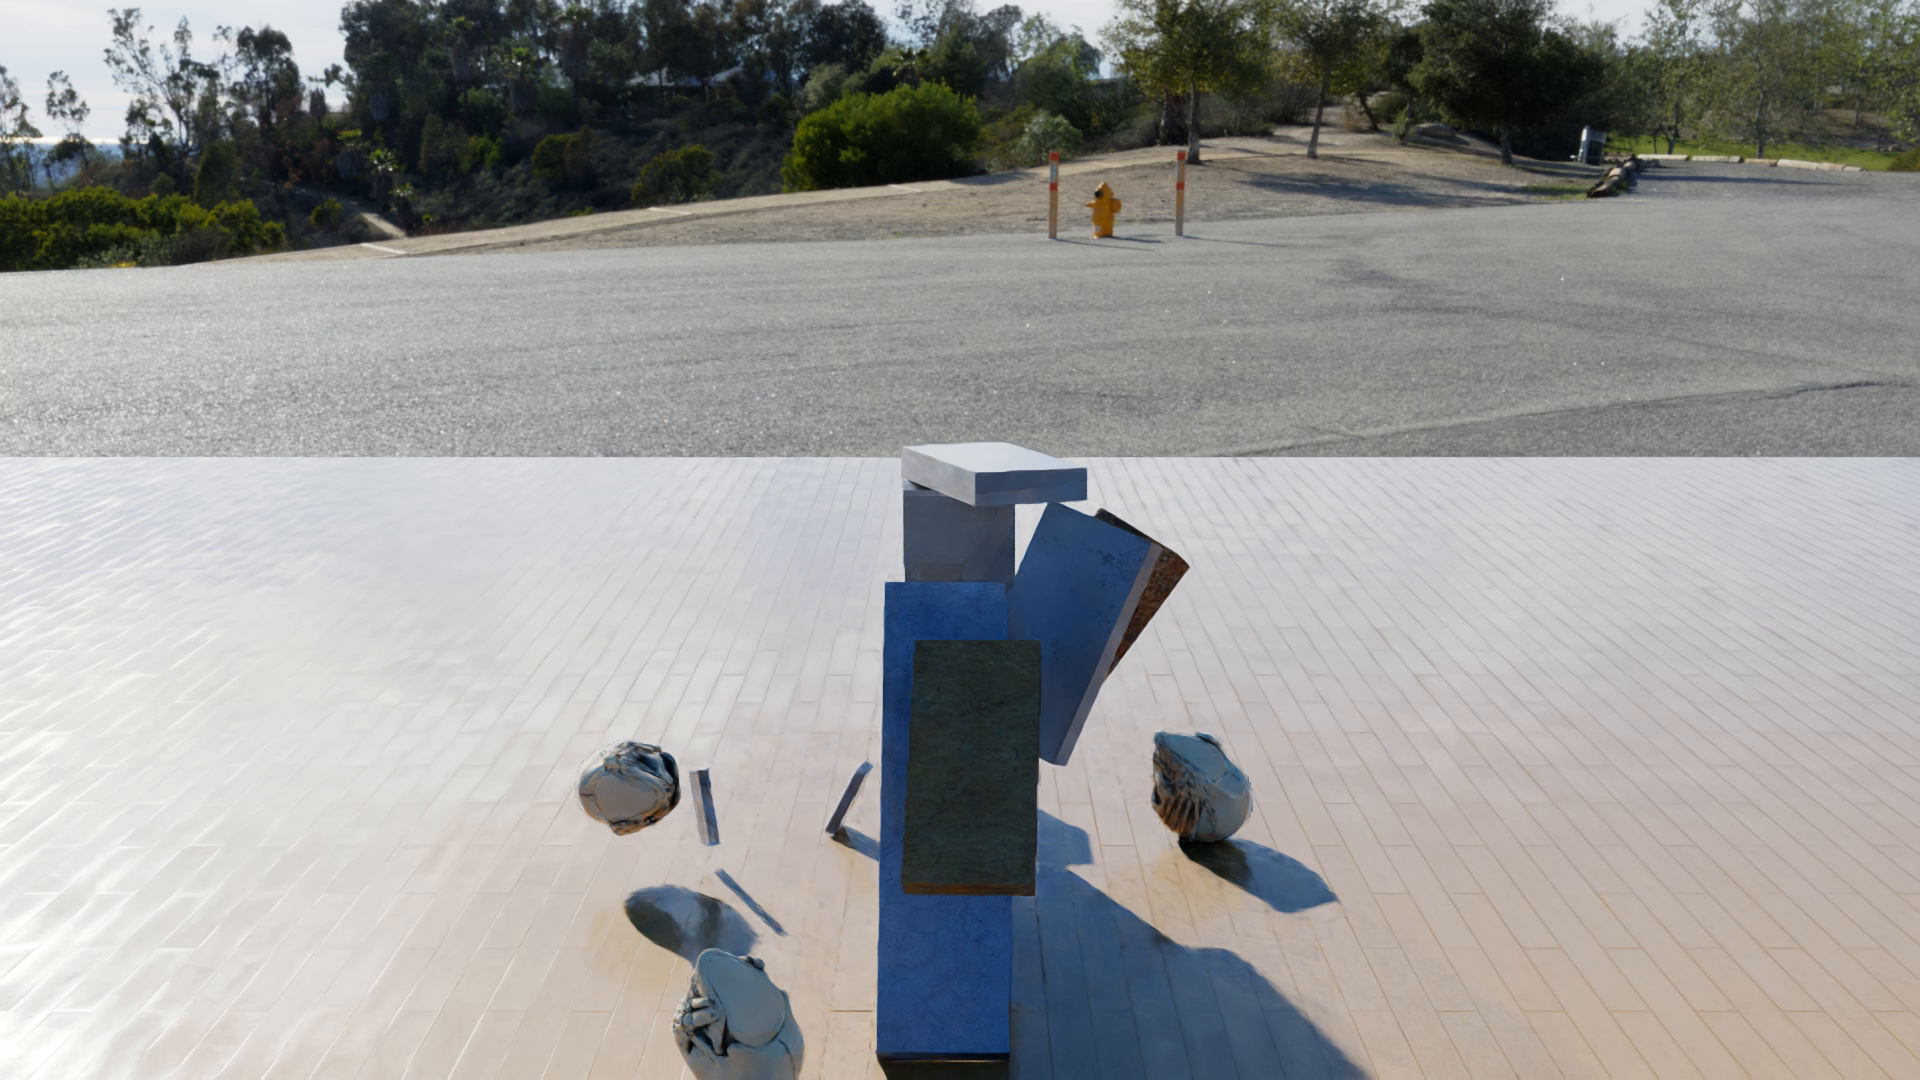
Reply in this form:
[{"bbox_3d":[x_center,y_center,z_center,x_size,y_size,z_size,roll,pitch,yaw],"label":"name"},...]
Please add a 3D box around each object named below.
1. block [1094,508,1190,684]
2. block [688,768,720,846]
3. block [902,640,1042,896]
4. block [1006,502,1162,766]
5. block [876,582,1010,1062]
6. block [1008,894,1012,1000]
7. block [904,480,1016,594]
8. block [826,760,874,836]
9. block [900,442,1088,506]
[{"bbox_3d":[0.183,0.137,3.439,0.178,0.356,0.050,34,-5,44],"label":"block"},{"bbox_3d":[-0.442,0.462,3.802,0.018,0.131,0.065,-9,-2,-22],"label":"block"},{"bbox_3d":[0.019,0.318,3.102,0.180,0.360,0.051,0,-25,6],"label":"block"},{"bbox_3d":[0.147,0.139,3.319,0.180,0.360,0.051,25,2,25],"label":"block"},{"bbox_3d":[-0.022,0.387,3.134,0.180,0.697,0.051,0,-25,1],"label":"block"},{"bbox_3d":[0.003,0.521,3.229,0.148,0.295,0.042,0,-5,1],"label":"block"},{"bbox_3d":[-0.001,0.085,3.579,0.178,0.369,0.050,0,20,0],"label":"block"},{"bbox_3d":[-0.200,0.468,3.986,0.018,0.131,0.065,29,15,5],"label":"block"},{"bbox_3d":[0.048,-0.105,3.433,0.178,0.050,0.356,-3,10,-19],"label":"block"}]
